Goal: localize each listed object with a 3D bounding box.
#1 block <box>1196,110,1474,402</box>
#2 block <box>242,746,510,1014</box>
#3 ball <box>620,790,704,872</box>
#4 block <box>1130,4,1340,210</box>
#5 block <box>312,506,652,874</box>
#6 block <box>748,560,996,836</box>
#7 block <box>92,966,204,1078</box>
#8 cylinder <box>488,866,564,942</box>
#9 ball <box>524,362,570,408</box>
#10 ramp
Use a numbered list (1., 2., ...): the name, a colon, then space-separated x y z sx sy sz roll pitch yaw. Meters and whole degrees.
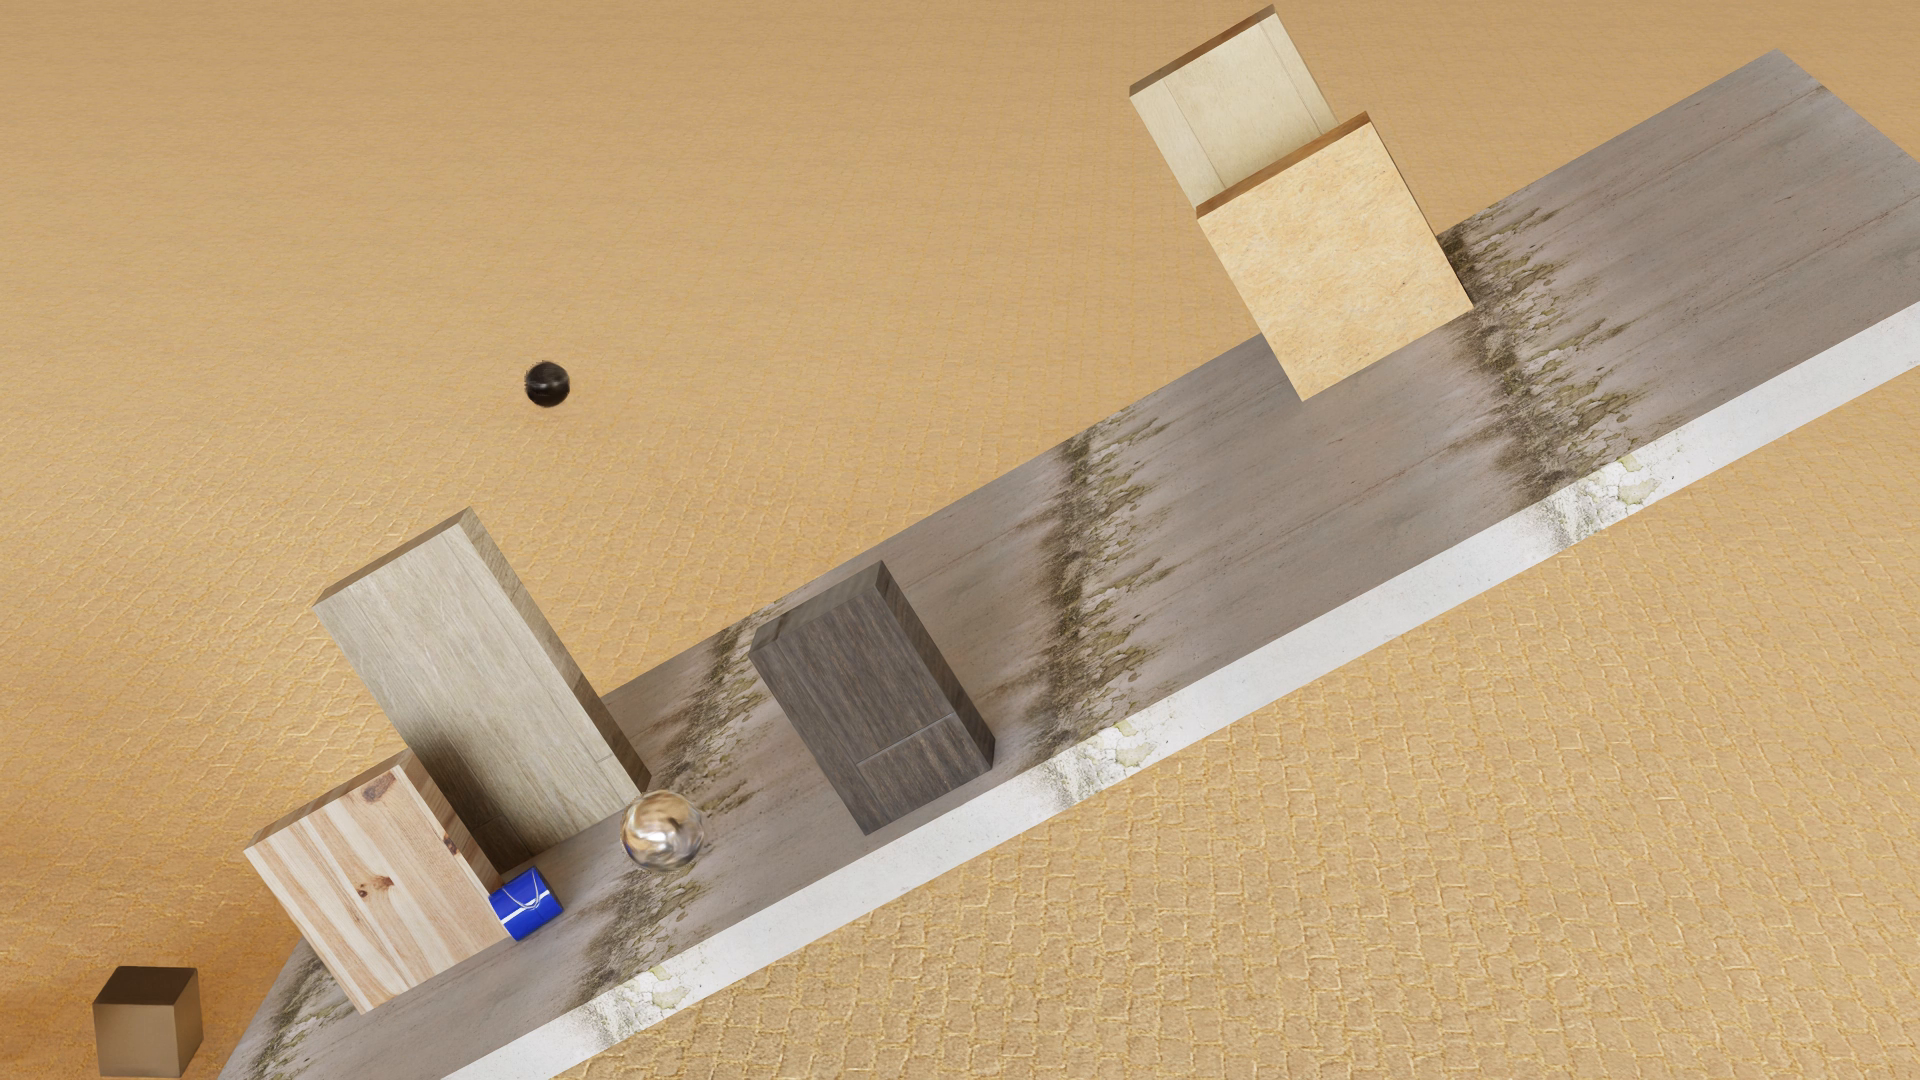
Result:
1. block: 0.807 -0.611 6.350 0.418 0.465 0.129 -29 15 12
2. block: -1.207 0.718 6.175 0.397 0.437 0.096 -29 15 12
3. ball: -0.598 0.585 5.904 0.165 0.165 0.165 0 19 0
4. block: 0.727 -0.832 6.784 0.377 0.691 0.144 -29 15 12
5. block: -1.051 0.338 6.500 0.390 0.737 0.120 -29 15 12
6. block: -0.161 0.294 5.467 0.274 0.415 0.143 -29 15 12
7. block: -1.828 1.086 6.630 0.182 0.182 0.182 1 19 3
8. cylinder: -0.897 0.751 6.079 0.113 0.113 0.113 -33 25 -5
9. ball: -1.624 -0.611 11.582 0.178 0.178 0.178 0 19 0
10. ramp: 0.142 0.168 6.286 4.000 0.100 2.000 -29 15 12
